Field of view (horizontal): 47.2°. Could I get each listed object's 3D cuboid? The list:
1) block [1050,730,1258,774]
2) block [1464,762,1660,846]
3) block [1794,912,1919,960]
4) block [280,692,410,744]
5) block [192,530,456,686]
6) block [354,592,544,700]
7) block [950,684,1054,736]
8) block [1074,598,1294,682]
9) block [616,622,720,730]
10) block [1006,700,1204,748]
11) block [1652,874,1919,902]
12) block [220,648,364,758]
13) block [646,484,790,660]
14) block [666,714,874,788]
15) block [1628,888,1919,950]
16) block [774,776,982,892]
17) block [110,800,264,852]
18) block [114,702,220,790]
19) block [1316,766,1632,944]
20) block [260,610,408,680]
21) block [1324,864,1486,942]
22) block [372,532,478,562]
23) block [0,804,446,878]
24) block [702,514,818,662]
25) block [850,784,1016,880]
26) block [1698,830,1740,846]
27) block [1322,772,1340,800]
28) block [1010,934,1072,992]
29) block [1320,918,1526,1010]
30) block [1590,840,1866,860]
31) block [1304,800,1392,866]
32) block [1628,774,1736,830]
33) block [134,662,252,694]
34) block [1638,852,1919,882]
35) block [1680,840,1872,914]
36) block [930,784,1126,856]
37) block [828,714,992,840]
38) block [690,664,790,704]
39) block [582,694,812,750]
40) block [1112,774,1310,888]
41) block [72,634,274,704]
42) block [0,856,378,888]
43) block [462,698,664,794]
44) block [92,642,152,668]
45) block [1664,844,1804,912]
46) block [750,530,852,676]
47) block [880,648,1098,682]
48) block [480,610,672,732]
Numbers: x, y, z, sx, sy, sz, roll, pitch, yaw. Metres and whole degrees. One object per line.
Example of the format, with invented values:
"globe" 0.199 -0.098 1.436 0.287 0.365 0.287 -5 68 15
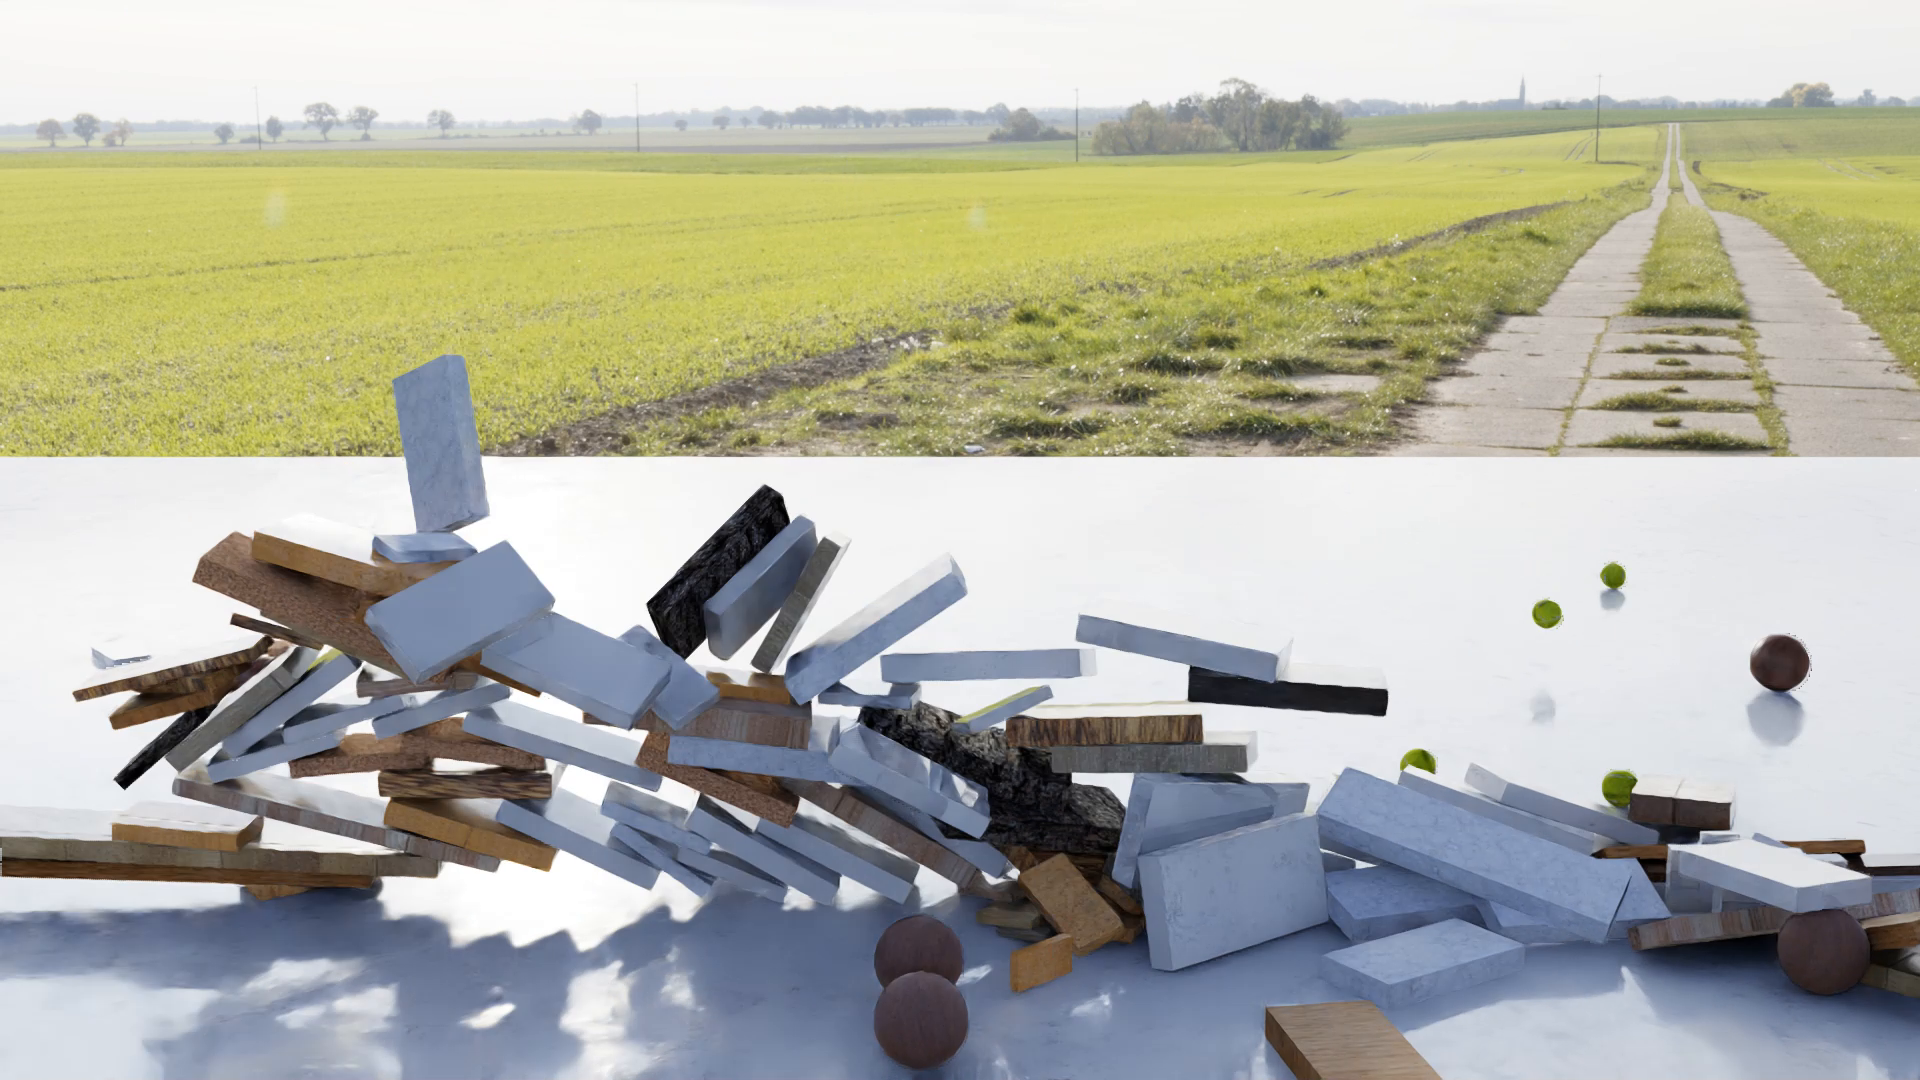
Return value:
"block" 0.317 0.342 3.560 0.313 0.044 0.157 -2 4 14
"block" 1.064 0.472 3.891 0.324 0.038 0.135 19 5 -17
"block" 1.385 0.588 3.296 0.121 0.034 0.241 -9 -11 -24
"block" -0.997 0.276 3.579 0.199 0.026 0.093 -17 16 -1
"block" -1.000 0.107 3.526 0.417 0.044 0.156 23 15 -5
"block" -0.795 0.151 3.522 0.311 0.044 0.156 23 14 -4
"block" 0.068 0.277 3.575 0.156 0.022 0.078 -23 3 -22
"block" 0.366 0.160 3.577 0.327 0.046 0.163 11 11 16
"block" -0.481 0.216 3.494 0.186 0.026 0.093 37 50 21
"block" 0.238 0.299 3.591 0.313 0.044 0.157 -2 4 6
"block" 1.429 0.571 3.692 0.815 0.029 0.104 -1 11 -4
"block" -1.078 0.247 3.589 0.261 0.037 0.130 -35 14 10
"block" -0.389 0.054 3.612 0.041 0.144 0.288 31 64 25
"block" -0.292 0.333 3.607 0.360 0.051 0.180 8 13 -6
"block" 1.343 0.588 3.448 0.601 0.034 0.121 -3 -16 -17
"block" -0.128 0.460 3.687 0.372 0.043 0.152 29 9 1
"block" -1.271 0.470 3.621 0.212 0.030 0.106 5 14 5
"block" -1.289 0.326 3.576 0.181 0.026 0.090 -39 13 10
"block" 0.817 0.499 3.520 0.481 0.041 0.144 20 35 22
"block" -0.990 0.149 3.541 0.254 0.026 0.090 24 15 -3
"block" 0.728 0.577 3.552 0.284 0.040 0.142 -4 23 -19
"block" -0.866 0.012 3.557 0.148 0.021 0.074 -2 22 -45
"block" -1.270 0.499 3.650 0.829 0.037 0.131 3 14 -2
"block" -0.327 0.079 3.645 0.035 0.123 0.247 29 55 23
"block" -0.036 0.459 3.699 0.304 0.043 0.152 31 9 13
"block" 1.244 0.539 3.609 0.060 0.121 0.017 1 6 4
"block" 0.796 0.490 3.747 0.337 0.048 0.168 19 6 -2
"block" 0.122 0.631 3.288 0.115 0.058 0.016 -10 14 -43
"block" 0.698 0.636 3.311 0.284 0.040 0.142 -7 13 -33
"block" 1.300 0.532 3.728 0.447 0.023 0.080 -1 -18 -4
"block" 0.689 0.507 3.707 0.307 0.043 0.153 19 6 -14
"block" 1.321 0.475 4.009 0.168 0.048 0.337 4 2 21
"block" -1.253 0.218 3.580 0.211 0.025 0.087 -4 22 37
"block" 1.426 0.548 3.686 0.590 0.017 0.060 -1 11 -5
"block" 1.239 0.510 3.353 0.135 0.038 0.269 -4 6 -19
"block" 0.114 0.445 3.601 0.344 0.049 0.172 9 16 -21
"block" -0.079 0.366 3.404 0.263 0.037 0.131 28 12 -9
"block" -0.424 0.226 3.583 0.296 0.022 0.078 7 14 -6
"block" -0.424 0.266 3.576 0.360 0.051 0.180 7 13 -6
"block" 0.405 0.463 3.516 0.344 0.172 0.049 5 11 -37
"block" -1.274 0.205 3.561 0.330 0.021 0.074 -13 18 13
"block" -1.510 0.529 3.664 1.079 0.030 0.106 2 14 -1
"block" -0.644 0.331 3.613 0.333 0.032 0.113 19 13 -6
"block" -2.015 0.278 5.283 0.087 0.025 0.175 -8 13 -37
"block" 1.260 0.553 3.581 0.208 0.104 0.029 1 10 6
"block" -0.263 0.102 3.651 0.035 0.247 0.123 31 7 2
"block" 0.049 0.204 3.594 0.327 0.046 0.163 -2 -3 13
"block" -0.598 0.194 3.435 0.263 0.037 0.131 23 41 9
